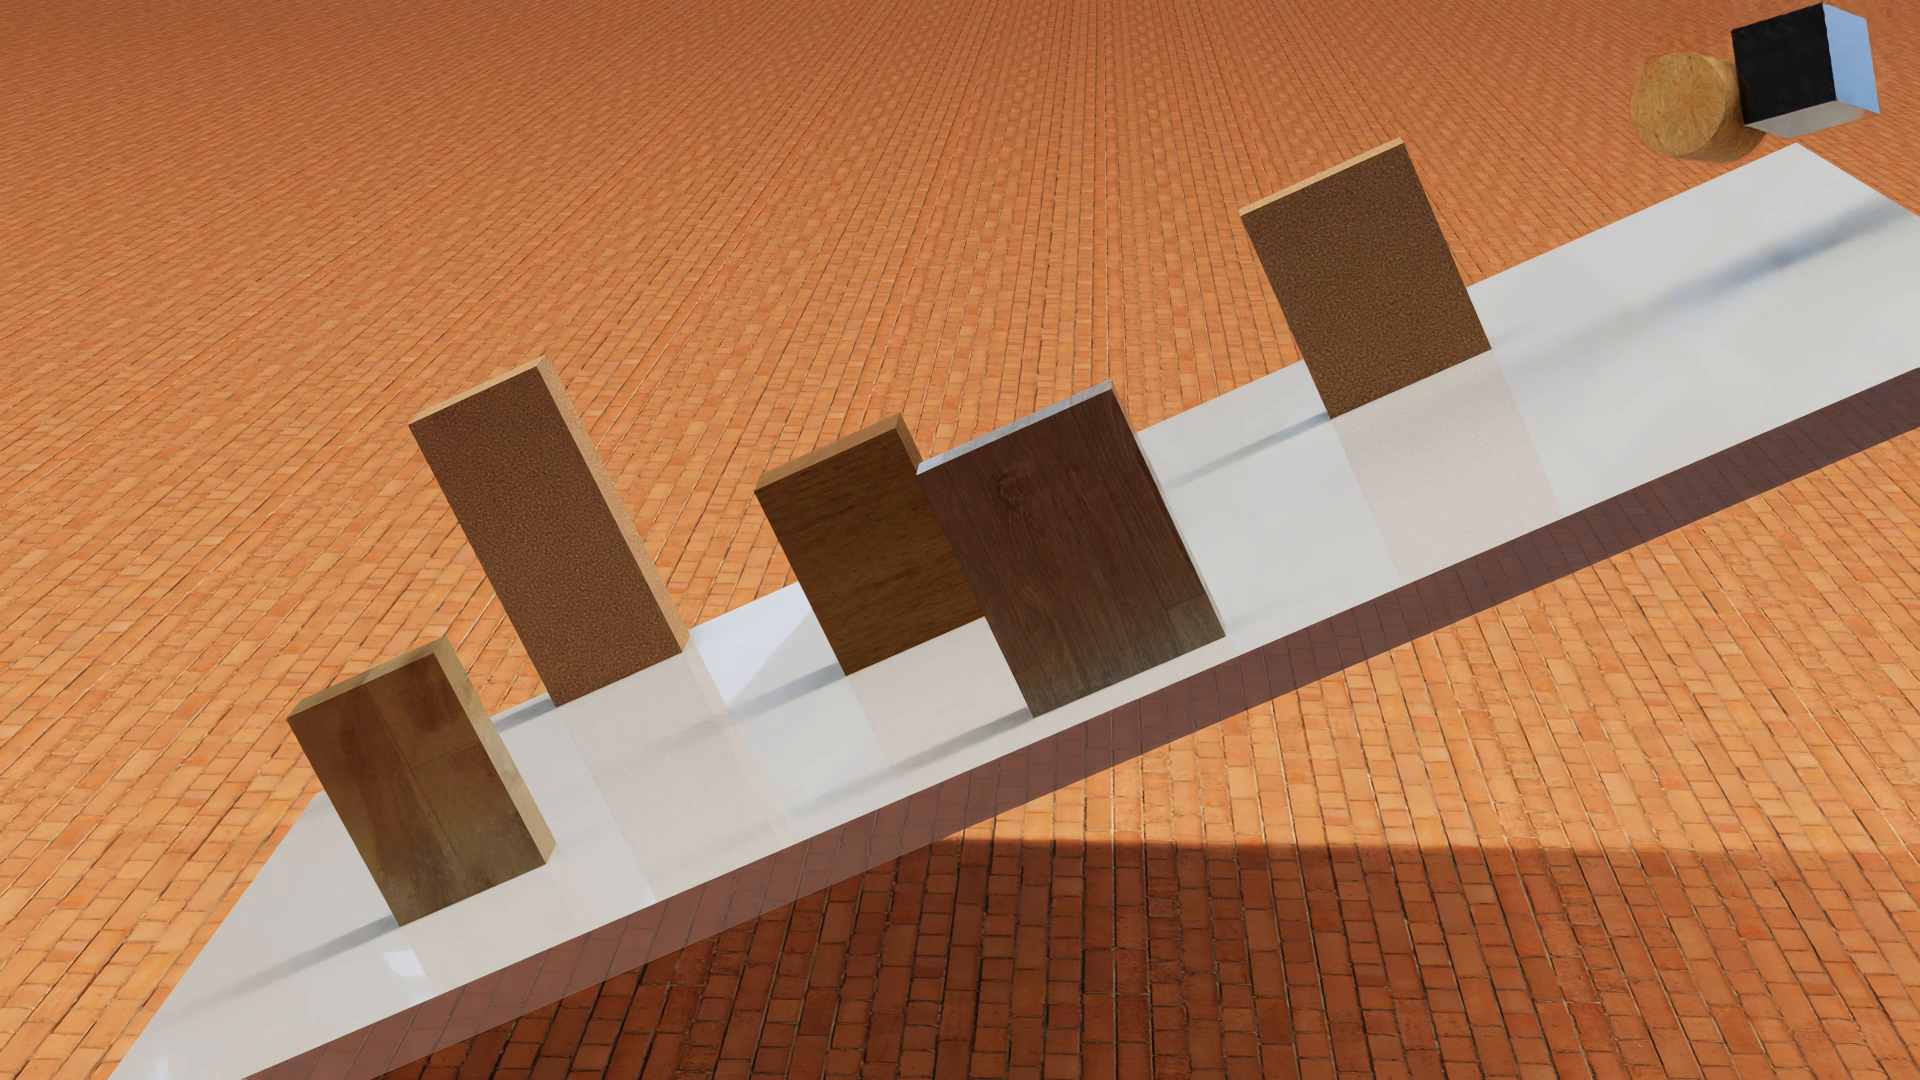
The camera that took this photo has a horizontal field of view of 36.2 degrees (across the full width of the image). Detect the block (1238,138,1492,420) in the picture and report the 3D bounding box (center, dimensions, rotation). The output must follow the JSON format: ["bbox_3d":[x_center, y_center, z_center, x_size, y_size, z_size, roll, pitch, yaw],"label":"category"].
[{"bbox_3d":[0.886,-0.571,6.435,0.381,0.496,0.089,-24,13,9],"label":"block"}]

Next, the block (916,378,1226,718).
[{"bbox_3d":[0.206,0.018,5.387,0.387,0.509,0.087,-24,13,9],"label":"block"}]

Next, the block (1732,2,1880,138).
[{"bbox_3d":[1.709,-0.946,5.945,0.199,0.199,0.199,-12,-10,41],"label":"block"}]

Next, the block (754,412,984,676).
[{"bbox_3d":[-0.186,0.009,6.289,0.331,0.450,0.146,-24,13,9],"label":"block"}]

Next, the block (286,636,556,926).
[{"bbox_3d":[-1.097,0.494,6.009,0.340,0.495,0.117,-24,13,9],"label":"block"}]

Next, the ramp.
[{"bbox_3d":[0.135,0.169,6.283,4.000,0.100,2.000,-24,13,9],"label":"ramp"}]

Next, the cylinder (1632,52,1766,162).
[{"bbox_3d":[1.520,-0.885,6.030,0.209,0.209,0.209,13,11,40],"label":"cylinder"}]

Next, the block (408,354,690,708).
[{"bbox_3d":[-0.998,-0.020,7.183,0.350,0.784,0.139,-24,13,9],"label":"block"}]
